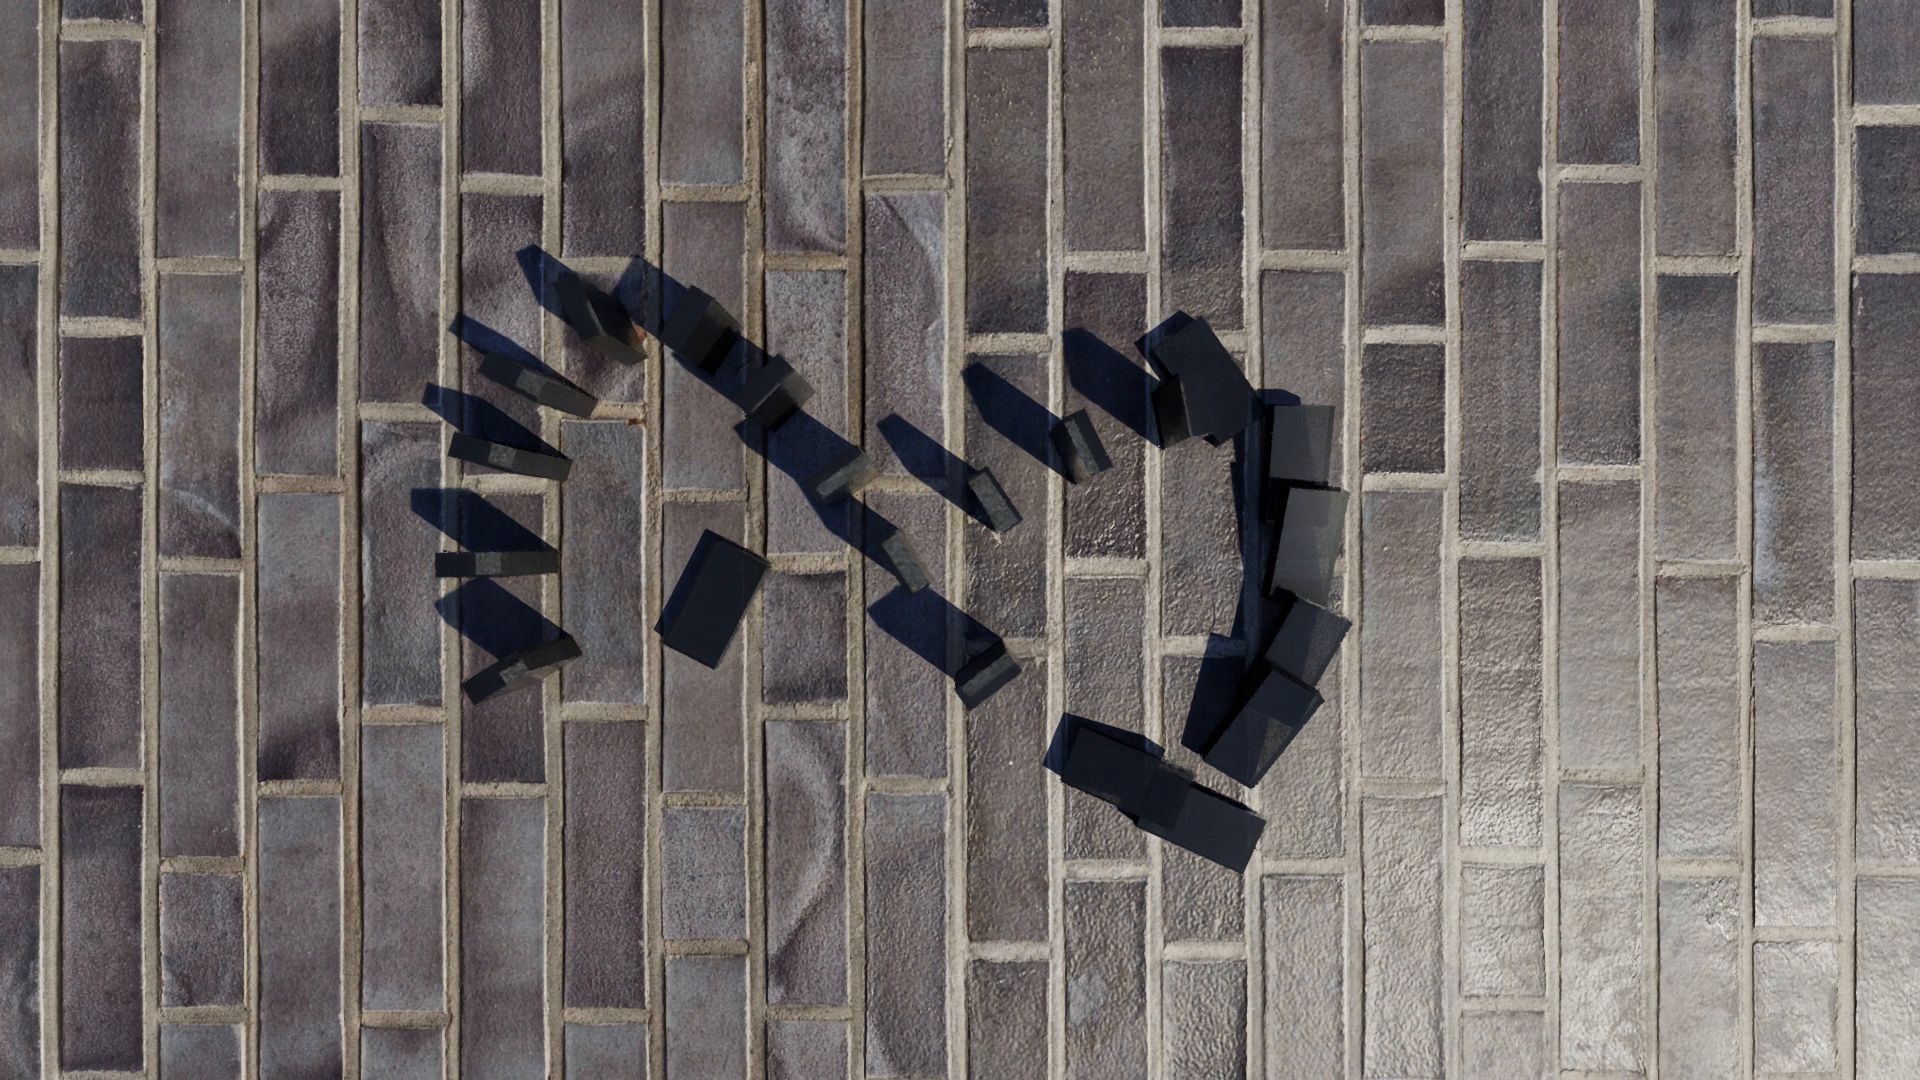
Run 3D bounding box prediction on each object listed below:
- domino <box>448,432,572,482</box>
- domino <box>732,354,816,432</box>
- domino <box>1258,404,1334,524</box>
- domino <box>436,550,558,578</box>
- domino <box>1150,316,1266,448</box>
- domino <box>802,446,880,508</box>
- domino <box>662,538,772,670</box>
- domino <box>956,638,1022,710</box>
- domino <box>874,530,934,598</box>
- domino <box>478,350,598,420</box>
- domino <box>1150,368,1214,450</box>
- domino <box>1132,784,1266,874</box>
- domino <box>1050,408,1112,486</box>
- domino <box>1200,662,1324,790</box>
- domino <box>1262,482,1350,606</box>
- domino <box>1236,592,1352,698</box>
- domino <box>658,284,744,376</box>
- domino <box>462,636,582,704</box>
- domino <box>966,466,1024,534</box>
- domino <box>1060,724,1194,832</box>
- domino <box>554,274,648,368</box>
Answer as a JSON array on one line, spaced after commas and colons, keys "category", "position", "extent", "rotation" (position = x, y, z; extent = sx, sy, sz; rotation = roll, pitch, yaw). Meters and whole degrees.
[{"category": "domino", "position": [-0.183, -0.033, 0.375], "extent": [0.025, 0.050, 0.009], "rotation": [16, 90, 0]}, {"category": "domino", "position": [-0.075, -0.059, 0.375], "extent": [0.025, 0.050, 0.009], "rotation": [-45, 90, 0]}, {"category": "domino", "position": [0.143, -0.032, 0.390], "extent": [0.025, 0.009, 0.050], "rotation": [0, 102, 0]}, {"category": "domino", "position": [-0.188, 0.010, 0.375], "extent": [0.025, 0.050, 0.009], "rotation": [0, 90, 0]}, {"category": "domino", "position": [0.107, -0.068, 0.395], "extent": [0.025, 0.009, 0.050], "rotation": [-35, 90, 0]}, {"category": "domino", "position": [-0.047, -0.025, 0.375], "extent": [0.025, 0.050, 0.010], "rotation": [-36, 90, 0]}, {"category": "domino", "position": [-0.105, 0.027, 0.395], "extent": [0.025, 0.010, 0.050], "rotation": [27, 90, 0]}, {"category": "domino", "position": [0.011, 0.054, 0.375], "extent": [0.025, 0.050, 0.009], "rotation": [-37, 90, 0]}, {"category": "domino", "position": [-0.022, 0.009, 0.375], "extent": [0.010, 0.050, 0.025], "rotation": [-33, 90, 0]}, {"category": "domino", "position": [-0.171, -0.063, 0.375], "extent": [0.025, 0.050, 0.009], "rotation": [28, 90, 0]}, {"category": "domino", "position": [0.090, -0.052, 0.375], "extent": [0.009, 0.050, 0.025], "rotation": [-11, 90, 0]}, {"category": "domino", "position": [0.103, 0.121, 0.395], "extent": [0.050, 0.009, 0.025], "rotation": [24, 90, 0]}, {"category": "domino", "position": [0.049, -0.037, 0.375], "extent": [0.009, 0.050, 0.025], "rotation": [-27, 90, 0]}, {"category": "domino", "position": [0.127, 0.079, 0.388], "extent": [0.025, 0.010, 0.050], "rotation": [31, 107, -2]}, {"category": "domino", "position": [0.146, 0.002, 0.388], "extent": [0.025, 0.009, 0.050], "rotation": [5, 106, -1]}, {"category": "domino", "position": [0.142, 0.050, 0.390], "extent": [0.025, 0.010, 0.050], "rotation": [25, 103, 0]}, {"category": "domino", "position": [-0.105, -0.085, 0.375], "extent": [0.010, 0.050, 0.025], "rotation": [32, 90, 0]}, {"category": "domino", "position": [-0.178, 0.052, 0.375], "extent": [0.025, 0.050, 0.009], "rotation": [-32, 90, 0]}, {"category": "domino", "position": [0.013, -0.015, 0.375], "extent": [0.009, 0.050, 0.025], "rotation": [-34, 90, 0]}, {"category": "domino", "position": [0.071, 0.100, 0.389], "extent": [0.050, 0.010, 0.025], "rotation": [21, 89, 15]}, {"category": "domino", "position": [-0.146, -0.089, 0.375], "extent": [0.010, 0.050, 0.025], "rotation": [-25, 90, 0]}]
